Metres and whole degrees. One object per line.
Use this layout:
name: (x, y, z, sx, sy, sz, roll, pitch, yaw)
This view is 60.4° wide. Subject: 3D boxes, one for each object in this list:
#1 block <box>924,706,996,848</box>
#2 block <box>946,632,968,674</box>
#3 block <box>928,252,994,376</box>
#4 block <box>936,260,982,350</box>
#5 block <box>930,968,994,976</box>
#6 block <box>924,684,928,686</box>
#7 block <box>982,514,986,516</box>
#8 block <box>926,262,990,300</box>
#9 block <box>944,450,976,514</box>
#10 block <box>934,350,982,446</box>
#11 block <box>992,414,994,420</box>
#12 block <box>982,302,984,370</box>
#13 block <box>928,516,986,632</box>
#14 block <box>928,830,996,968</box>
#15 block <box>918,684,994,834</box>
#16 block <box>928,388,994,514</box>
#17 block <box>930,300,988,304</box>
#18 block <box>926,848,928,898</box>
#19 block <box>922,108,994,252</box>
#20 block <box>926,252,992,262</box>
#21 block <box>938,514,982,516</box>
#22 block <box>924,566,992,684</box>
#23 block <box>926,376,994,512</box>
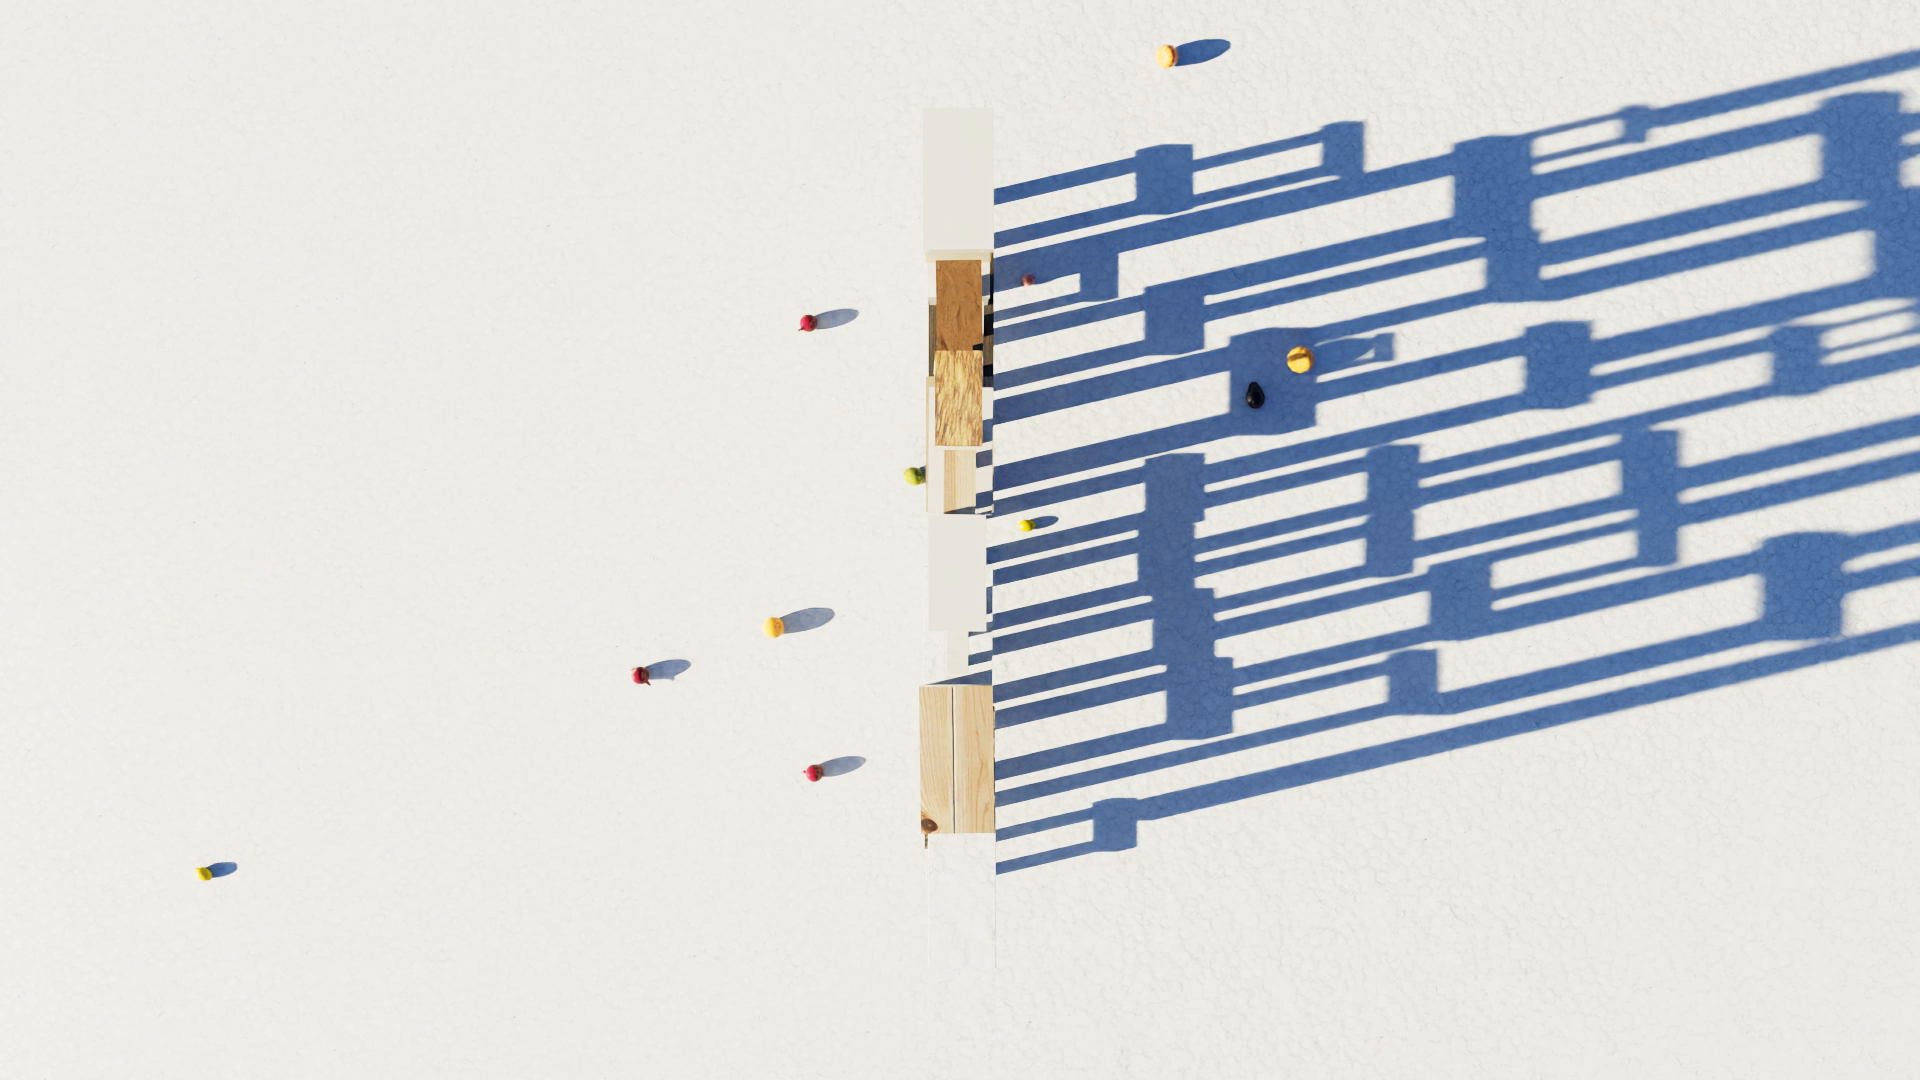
block: (-0.001, 0.594, 4.138, 0.176, 0.050, 0.352, 0, 90, 0)
block: (-0.007, 0.273, 4.021, 0.054, 0.015, 0.108, 0, 90, 0)
block: (0.003, -0.617, 4.475, 0.176, 0.050, 0.353, 0, 90, 0)
block: (-0.002, -0.546, 3.863, 0.107, 0.030, 0.214, -1, 90, 0)
block: (0.004, 0.935, 4.171, 0.161, 0.046, 0.321, 0, 90, 0)
block: (-0.009, 0.387, 3.958, 0.167, 0.357, 0.047, 0, 90, 0)
block: (0.003, -0.122, 4.820, 0.140, 0.040, 0.280, 0, 90, 0)
block: (-0.005, -0.760, 4.115, 0.157, 0.044, 0.313, 0, 90, 0)
block: (-0.001, -0.136, 3.874, 0.075, 0.021, 0.150, 0, 90, 0)
block: (-0.003, -0.325, 3.801, 0.109, 0.031, 0.218, 0, 90, 0)
block: (0.004, -0.318, 4.234, 0.155, 0.311, 0.044, -3, 90, 0)
block: (0.004, -0.489, 4.153, 0.110, 0.031, 0.221, 1, 90, 0)
block: (-0.007, 0.077, 3.848, 0.135, 0.038, 0.269, 0, 90, 0)
block: (0.005, 0.822, 3.783, 0.154, 0.044, 0.308, 0, 90, 0)
block: (-0.008, 0.498, 3.756, 0.167, 0.047, 0.333, -1, 90, 0)
block: (0.002, -0.218, 4.057, 0.155, 0.044, 0.310, 1, 90, 0)
block: (-0.003, -0.657, 4.293, 0.157, 0.313, 0.044, 0, 90, 0)
block: (-0.004, 0.806, 4.539, 0.175, 0.049, 0.349, 0, 90, 0)
block: (-0.004, -0.817, 3.750, 0.160, 0.045, 0.320, 0, 90, 0)
block: (-0.004, -0.711, 3.933, 0.160, 0.320, 0.045, 0, 90, 0)
block: (0.000, 0.047, 4.548, 0.118, 0.033, 0.236, 0, 90, 0)
block: (-0.005, 0.240, 4.161, 0.173, 0.049, 0.346, 0, 90, 0)
block: (-0.001, -0.255, 4.415, 0.180, 0.051, 0.360, 0, 90, 0)
